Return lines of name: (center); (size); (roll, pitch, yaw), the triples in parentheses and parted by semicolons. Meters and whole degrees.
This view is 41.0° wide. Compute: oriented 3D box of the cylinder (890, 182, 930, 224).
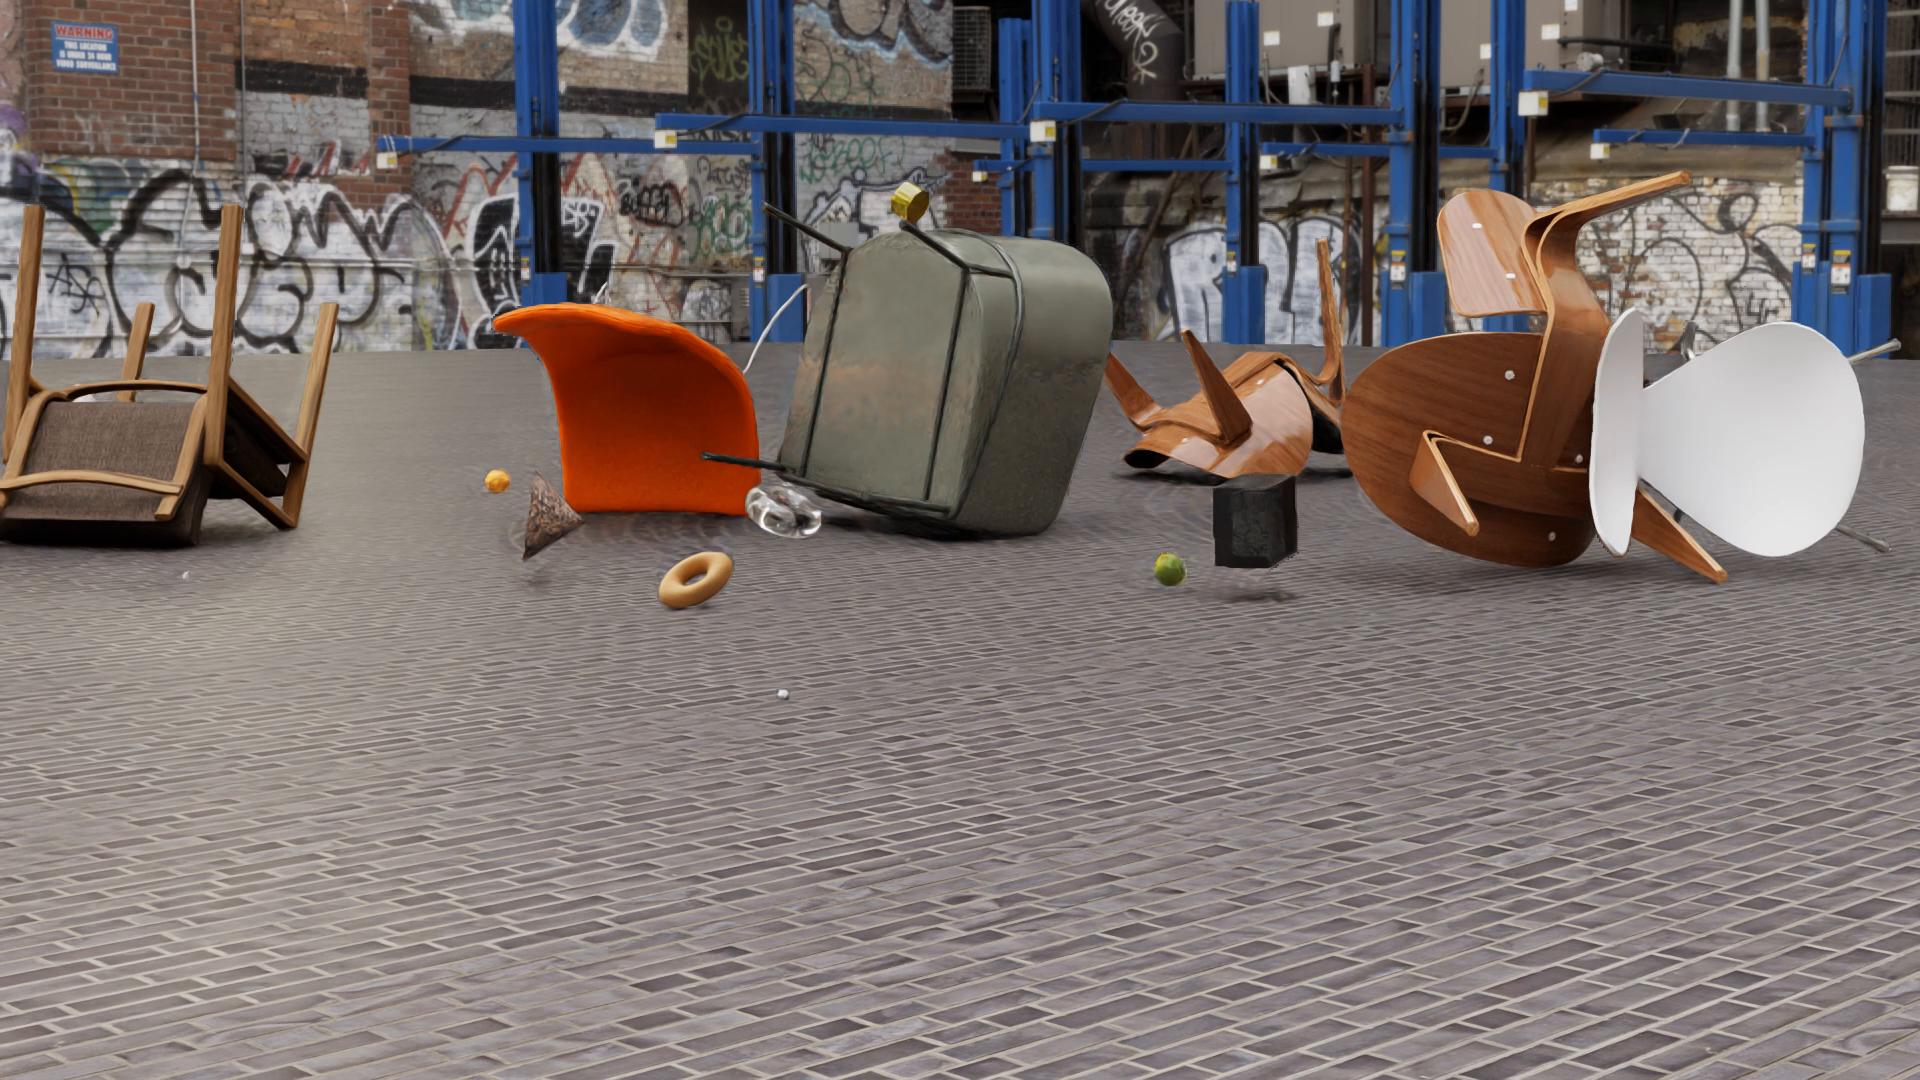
cylinder: (-0.148, -1.001, 7.610); (0.065, 0.105, 0.094); (34, 12, 29)

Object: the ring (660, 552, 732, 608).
ring: (-0.526, 0.079, 5.106); (0.161, 0.091, 0.060); (-30, -27, -11)

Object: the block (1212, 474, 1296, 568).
block: (0.606, -0.040, 5.260); (0.114, 0.161, 0.197); (2, 11, 24)

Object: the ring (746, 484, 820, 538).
ring: (-0.295, -0.049, 4.283); (0.133, 0.050, 0.150); (22, 17, -2)

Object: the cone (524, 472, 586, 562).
cone: (-0.872, -0.045, 5.572); (0.124, 0.145, 0.232); (7, 49, -8)
